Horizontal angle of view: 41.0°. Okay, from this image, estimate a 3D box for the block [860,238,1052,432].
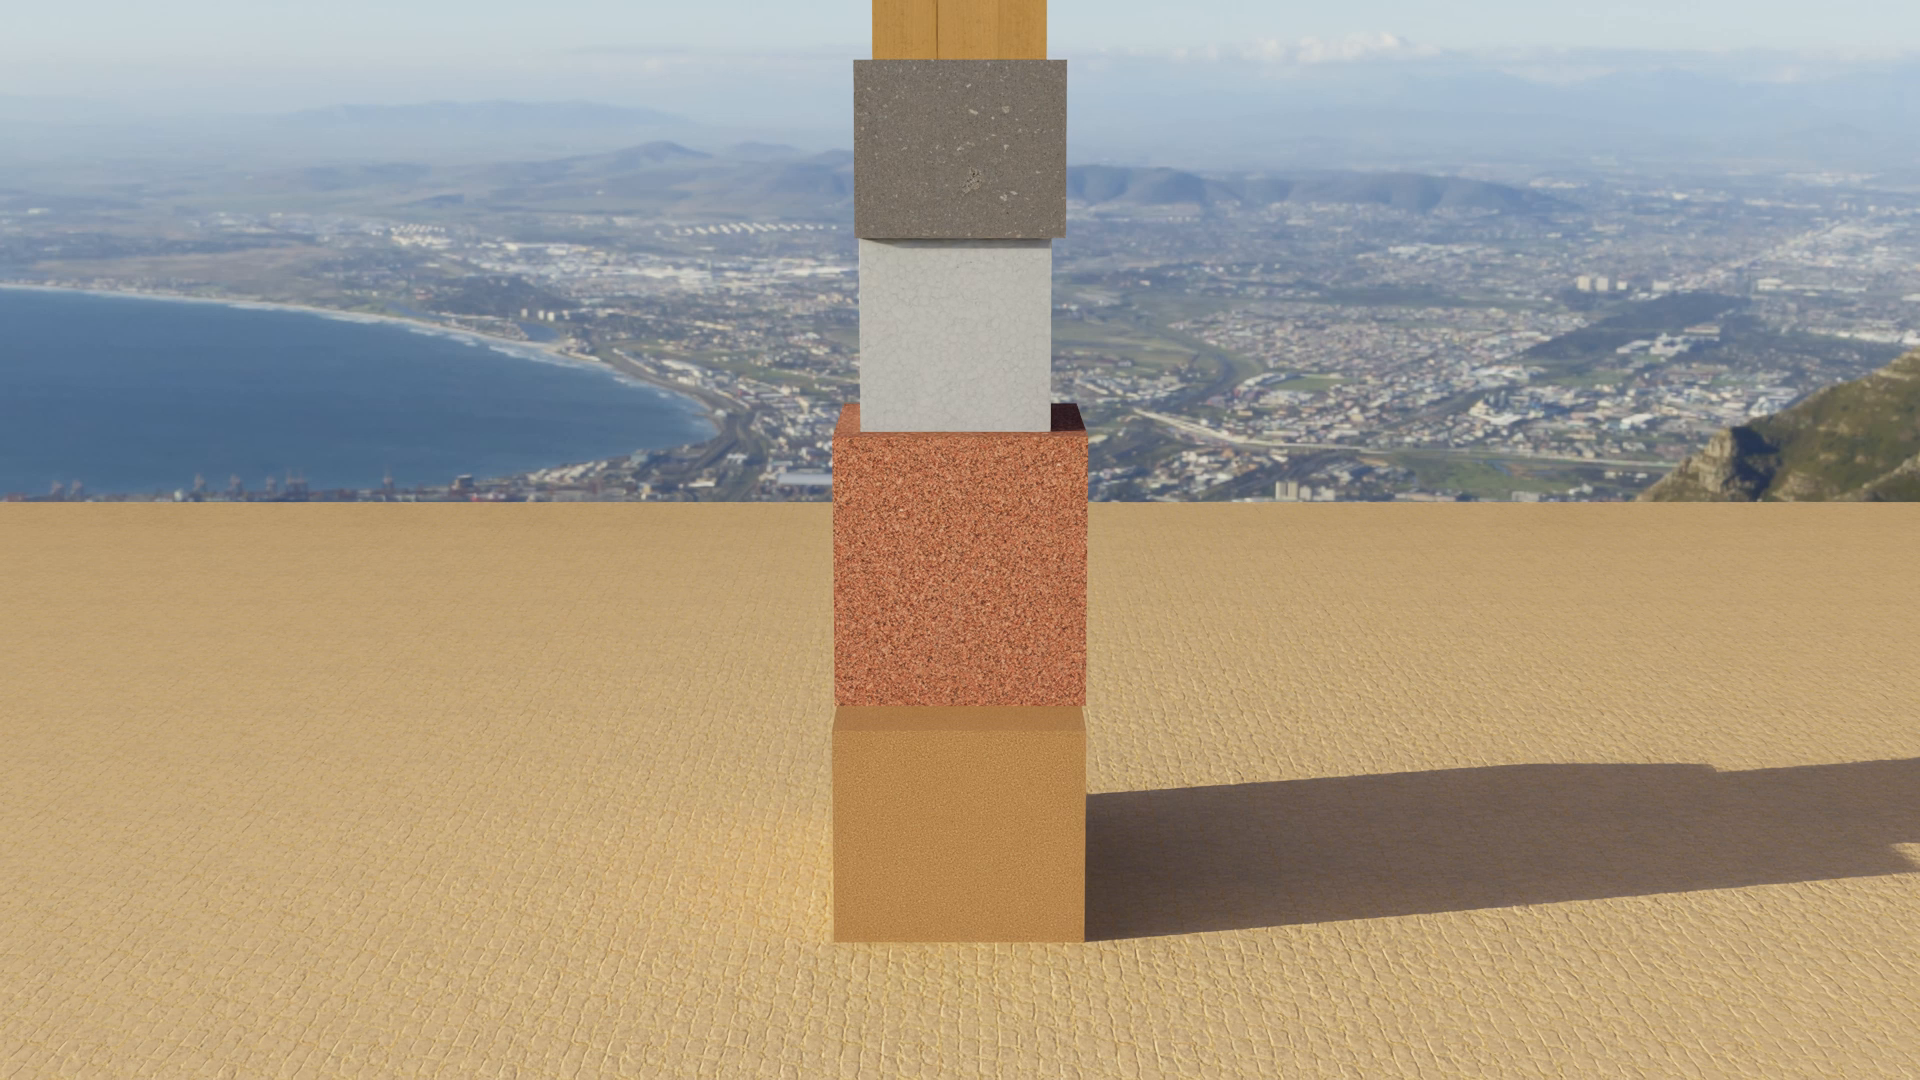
[{"bbox_3d":[-0.019,-0.918,11.014,0.793,0.806,0.772,0,10,0],"label":"block"}]

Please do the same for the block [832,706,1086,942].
[{"bbox_3d":[-0.003,1.122,10.894,1.026,0.894,0.957,0,10,0],"label":"block"}]

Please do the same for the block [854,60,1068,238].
[{"bbox_3d":[0.001,-1.669,10.877,0.866,0.720,0.873,0,10,0],"label":"block"}]

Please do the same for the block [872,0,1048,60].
[{"bbox_3d":[-0.002,-2.347,10.754,0.712,0.659,0.700,0,10,0],"label":"block"}]

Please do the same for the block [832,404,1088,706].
[{"bbox_3d":[0.001,0.038,11.187,1.052,1.136,1.101,0,10,0],"label":"block"}]
